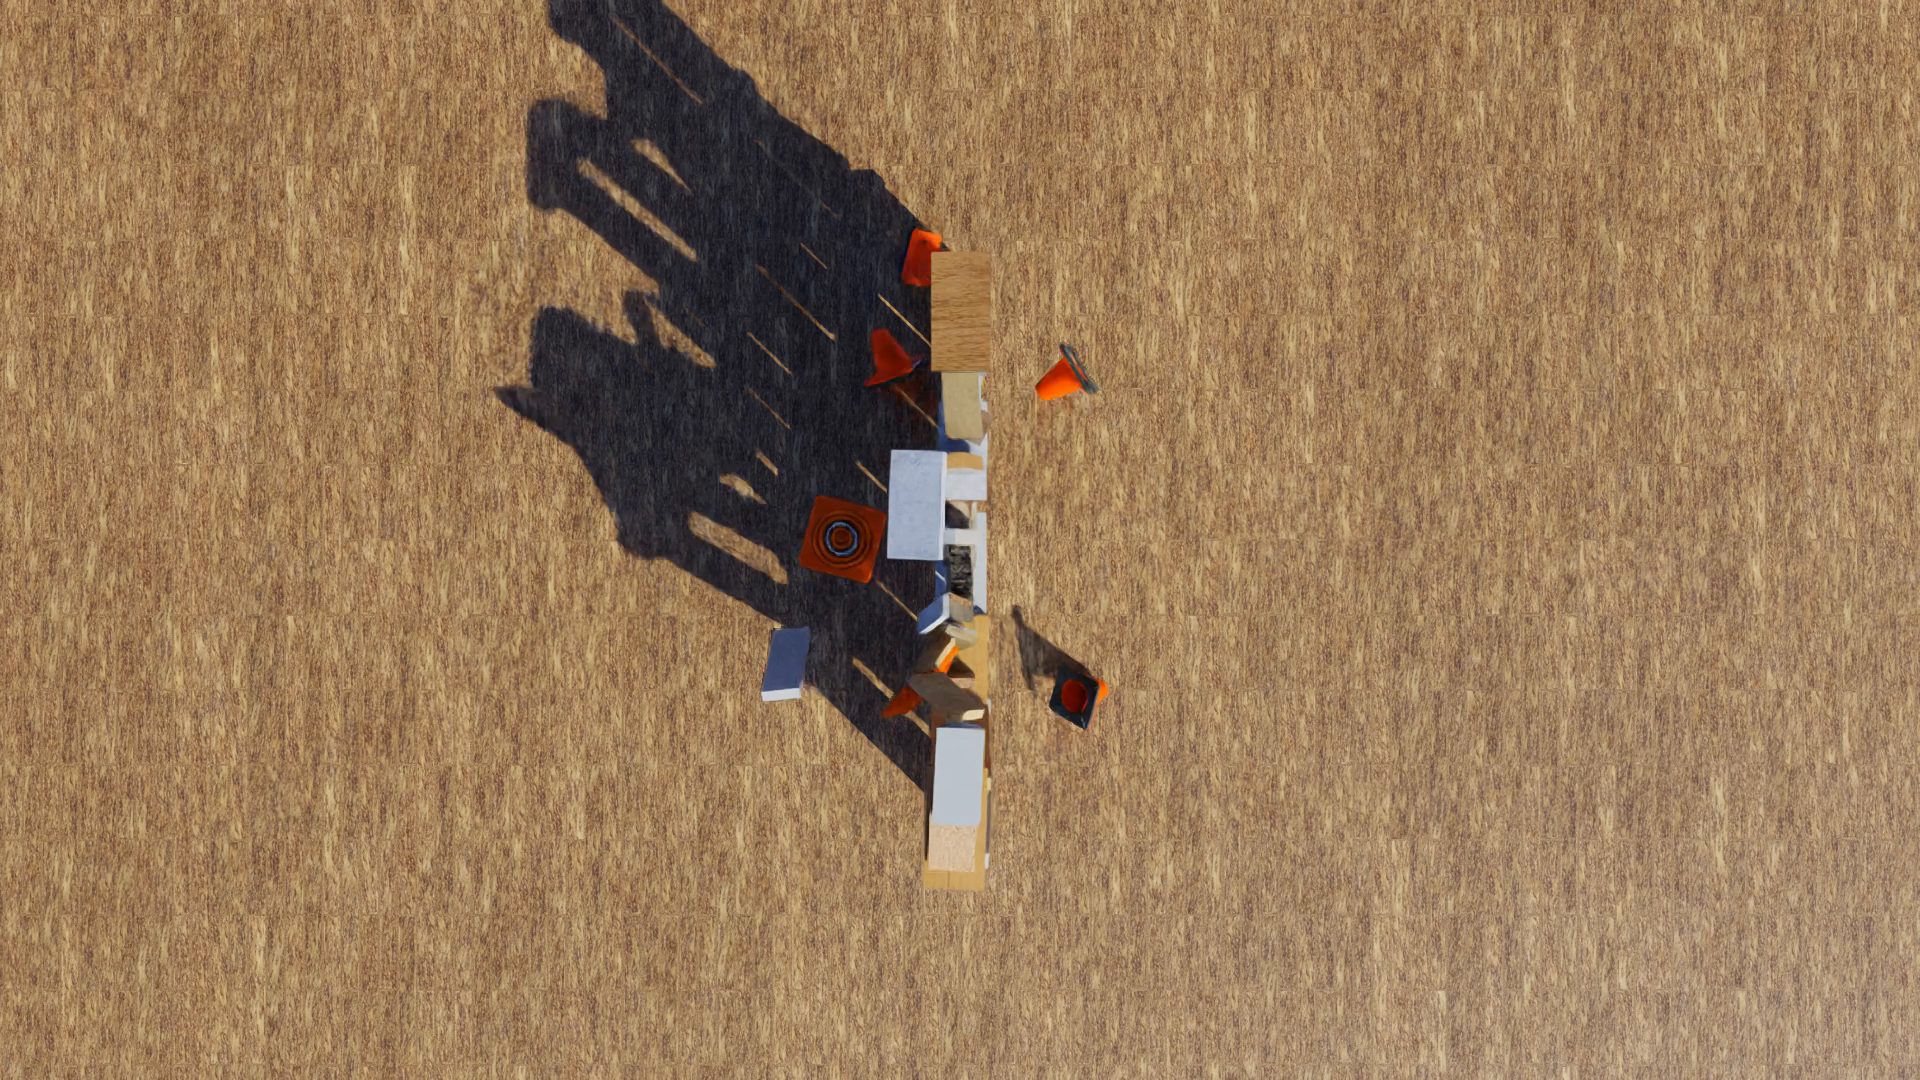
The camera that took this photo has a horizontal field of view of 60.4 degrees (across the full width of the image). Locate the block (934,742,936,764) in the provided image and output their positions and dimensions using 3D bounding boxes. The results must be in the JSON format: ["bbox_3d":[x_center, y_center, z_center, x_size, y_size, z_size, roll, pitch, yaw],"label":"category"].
[{"bbox_3d":[-0.007,0.654,4.638,0.131,0.037,0.262,2,130,0],"label":"block"}]

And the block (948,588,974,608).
[{"bbox_3d":[0.004,0.169,4.832,0.069,0.183,0.020,24,93,0],"label":"block"}]

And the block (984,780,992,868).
[{"bbox_3d":[0.003,0.840,4.955,0.175,0.367,0.049,4,118,0],"label":"block"}]

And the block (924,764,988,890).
[{"bbox_3d":[-0.012,0.829,4.759,0.175,0.049,0.349,2,88,0],"label":"block"}]

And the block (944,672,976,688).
[{"bbox_3d":[-0.005,0.426,5.010,0.102,0.203,0.029,0,90,0],"label":"block"}]

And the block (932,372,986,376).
[{"bbox_3d":[0.000,-0.526,4.824,0.163,0.471,0.046,0,91,0],"label":"block"}]

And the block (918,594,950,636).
[{"bbox_3d":[-0.077,0.217,4.772,0.020,0.138,0.069,19,55,-26],"label":"block"}]

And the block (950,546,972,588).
[{"bbox_3d":[0.003,0.078,4.784,0.060,0.017,0.120,-4,89,0],"label":"block"}]

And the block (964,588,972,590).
[{"bbox_3d":[0.005,0.129,4.858,0.060,0.131,0.017,10,83,0],"label":"block"}]

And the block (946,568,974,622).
[{"bbox_3d":[-0.001,0.165,4.936,0.082,0.023,0.164,1,90,0],"label":"block"}]

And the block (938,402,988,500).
[{"bbox_3d":[0.008,-0.264,4.918,0.146,0.041,0.292,1,90,0],"label":"block"}]

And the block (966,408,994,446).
[{"bbox_3d":[0.033,-0.338,4.794,0.104,0.207,0.029,27,74,0],"label":"block"}]

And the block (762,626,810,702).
[{"bbox_3d":[-0.519,0.368,4.949,0.109,0.385,0.031,-6,114,2],"label":"block"}]

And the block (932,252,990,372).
[{"bbox_3d":[0.002,-0.632,4.566,0.163,0.046,0.326,0,90,0],"label":"block"}]

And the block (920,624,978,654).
[{"bbox_3d":[-0.033,0.296,4.912,0.102,0.203,0.029,23,70,-17],"label":"block"}]

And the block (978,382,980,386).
[{"bbox_3d":[0.001,-0.441,4.875,0.103,0.369,0.029,-1,89,0],"label":"block"}]

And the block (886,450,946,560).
[{"bbox_3d":[-0.120,-0.098,4.580,0.150,0.043,0.301,2,92,14],"label":"block"}]

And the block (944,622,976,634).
[{"bbox_3d":[-0.005,0.282,5.009,0.102,0.203,0.029,17,84,0],"label":"block"}]

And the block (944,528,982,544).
[{"bbox_3d":[-0.048,-0.009,4.749,0.150,0.316,0.043,0,90,14],"label":"block"}]

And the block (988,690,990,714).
[{"bbox_3d":[0.010,0.517,5.330,0.170,0.340,0.048,4,90,0],"label":"block"}]

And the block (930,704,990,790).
[{"bbox_3d":[0.001,0.619,4.950,0.175,0.349,0.049,0,122,0],"label":"block"}]

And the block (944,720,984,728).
[{"bbox_3d":[-0.004,0.601,4.658,0.109,0.031,0.219,10,129,0],"label":"block"}]

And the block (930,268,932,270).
[{"bbox_3d":[0.001,-0.740,4.752,0.163,0.326,0.046,-4,90,0],"label":"block"}]

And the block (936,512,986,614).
[{"bbox_3d":[0.003,0.073,5.161,0.158,0.045,0.317,0,90,0],"label":"block"}]

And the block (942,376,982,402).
[{"bbox_3d":[0.004,-0.553,5.232,0.125,0.035,0.250,0,90,0],"label":"block"}]

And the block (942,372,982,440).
[{"bbox_3d":[0.005,-0.390,4.676,0.104,0.029,0.207,-4,90,0],"label":"block"}]

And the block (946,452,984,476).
[{"bbox_3d":[-0.033,-0.216,4.737,0.150,0.301,0.043,-6,89,12],"label":"block"}]

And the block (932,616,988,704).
[{"bbox_3d":[0.001,0.406,5.136,0.170,0.048,0.340,0,90,0],"label":"block"}]

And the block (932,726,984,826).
[{"bbox_3d":[-0.004,0.646,4.515,0.131,0.037,0.262,3,88,0],"label":"block"}]

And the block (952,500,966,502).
[{"bbox_3d":[-0.004,-0.136,5.402,0.046,0.013,0.092,0,90,0],"label":"block"}]

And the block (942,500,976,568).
[{"bbox_3d":[-0.001,-0.017,4.927,0.099,0.028,0.197,1,90,0],"label":"block"}]

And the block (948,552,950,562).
[{"bbox_3d":[-0.003,0.053,4.853,0.060,0.120,0.017,-4,76,0],"label":"block"}]

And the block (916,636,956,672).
[{"bbox_3d":[-0.069,0.333,4.784,0.069,0.138,0.020,-15,113,33],"label":"block"}]

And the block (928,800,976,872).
[{"bbox_3d":[-0.021,0.832,4.632,0.131,0.037,0.262,1,130,0],"label":"block"}]

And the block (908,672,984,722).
[{"bbox_3d":[-0.039,0.444,4.669,0.109,0.219,0.031,-3,117,-35],"label":"block"}]
